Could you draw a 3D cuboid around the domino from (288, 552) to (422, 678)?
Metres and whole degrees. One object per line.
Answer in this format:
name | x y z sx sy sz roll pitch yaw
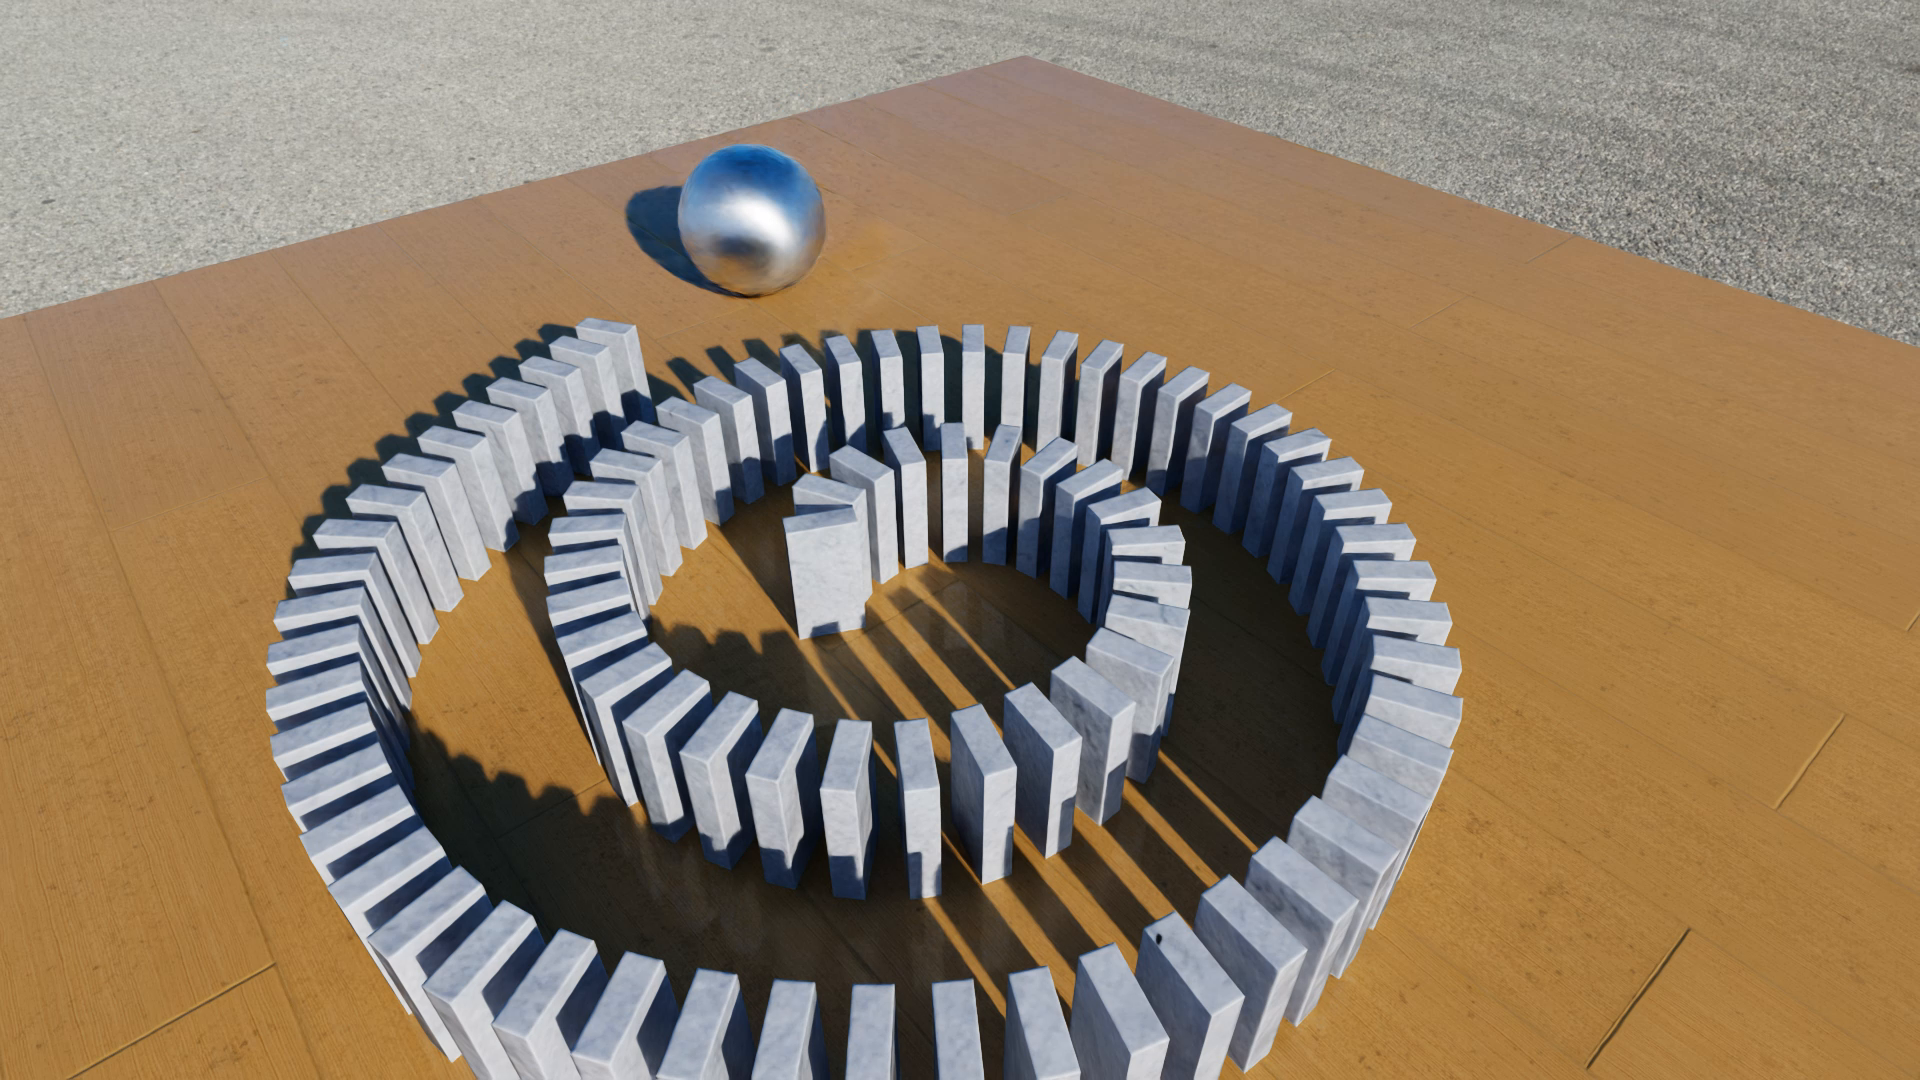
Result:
domino | -0.207 0.027 0.378 0.025 0.050 0.009 -5 40 -6

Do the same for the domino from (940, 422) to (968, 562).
domino | -0.002 -0.018 0.434 0.009 0.050 0.025 -2 39 -2

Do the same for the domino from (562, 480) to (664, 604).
domino | -0.128 0.002 0.409 0.025 0.050 0.009 4 40 5

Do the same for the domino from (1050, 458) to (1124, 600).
domino | 0.047 -0.004 0.416 0.025 0.050 0.009 -28 47 -30

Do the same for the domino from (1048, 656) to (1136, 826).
domino | 0.039 0.062 0.336 0.009 0.050 0.025 -29 47 -31

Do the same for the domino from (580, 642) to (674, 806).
domino | -0.099 0.058 0.341 0.025 0.050 0.010 -30 48 -31

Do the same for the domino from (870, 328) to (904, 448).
domino | -0.032 -0.066 0.492 0.010 0.050 0.025 -9 40 -10

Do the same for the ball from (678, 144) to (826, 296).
ball | -0.113 -0.174 0.601 0.080 0.080 0.080 0 39 0

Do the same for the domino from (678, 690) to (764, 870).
domino | -0.068 0.071 0.324 0.009 0.050 0.025 16 42 18

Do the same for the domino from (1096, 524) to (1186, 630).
domino | 0.063 0.018 0.390 0.025 0.050 0.009 -4 39 -4

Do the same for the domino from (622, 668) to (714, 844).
domino | -0.084 0.066 0.331 0.010 0.050 0.025 23 45 25

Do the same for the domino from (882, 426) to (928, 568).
domino | -0.021 -0.016 0.431 0.010 0.050 0.025 -12 41 -15

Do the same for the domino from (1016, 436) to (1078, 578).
domino | 0.034 -0.012 0.426 0.010 0.050 0.025 26 46 28

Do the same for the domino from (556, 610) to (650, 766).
domino | -0.110 0.048 0.353 0.025 0.050 0.010 -20 44 -23

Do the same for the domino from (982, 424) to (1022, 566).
domino | 0.017 -0.017 0.433 0.010 0.050 0.025 9 40 10

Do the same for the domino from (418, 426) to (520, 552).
domino | -0.194 -0.020 0.436 0.025 0.050 0.010 13 41 15

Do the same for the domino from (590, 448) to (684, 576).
domino | -0.124 -0.010 0.424 0.025 0.050 0.009 11 41 14

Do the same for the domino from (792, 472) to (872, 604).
domino | -0.047 0.001 0.411 0.025 0.050 0.010 16 42 19

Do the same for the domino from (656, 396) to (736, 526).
domino | -0.108 -0.032 0.451 0.025 0.050 0.009 22 44 24

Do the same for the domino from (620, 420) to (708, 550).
domino | -0.117 -0.021 0.438 0.025 0.050 0.010 17 42 19

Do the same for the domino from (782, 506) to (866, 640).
domino | -0.048 0.012 0.396 0.025 0.050 0.009 -10 40 -12

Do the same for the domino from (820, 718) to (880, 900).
domino | -0.031 0.078 0.316 0.010 0.050 0.025 4 40 5

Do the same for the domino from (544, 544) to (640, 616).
domino | -0.125 0.026 0.380 0.025 0.050 0.010 -10 40 -12

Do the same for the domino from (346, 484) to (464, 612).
domino | -0.205 0.003 0.407 0.025 0.050 0.009 8 40 9

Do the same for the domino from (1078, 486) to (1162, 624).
domino | 0.058 0.006 0.404 0.025 0.050 0.009 -17 42 -20

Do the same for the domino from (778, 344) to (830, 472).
domino | -0.068 -0.057 0.482 0.009 0.050 0.025 -19 43 -22

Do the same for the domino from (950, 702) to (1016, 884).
domino | 0.006 0.074 0.321 0.009 0.050 0.025 -14 41 -17

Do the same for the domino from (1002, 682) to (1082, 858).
domino | 0.023 0.069 0.327 0.010 0.050 0.025 -21 44 -24

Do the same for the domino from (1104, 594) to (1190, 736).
domino | 0.059 0.042 0.361 0.025 0.050 0.009 11 41 13

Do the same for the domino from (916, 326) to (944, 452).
domino | -0.013 -0.068 0.494 0.009 0.050 0.025 -5 40 -5

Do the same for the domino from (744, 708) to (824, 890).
domino | -0.050 0.076 0.319 0.009 0.050 0.025 10 40 12

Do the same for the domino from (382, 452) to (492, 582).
domino | -0.200 -0.008 0.422 0.025 0.050 0.010 11 41 13

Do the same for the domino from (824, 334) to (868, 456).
domino | -0.050 -0.062 0.488 0.009 0.050 0.025 -13 41 -15

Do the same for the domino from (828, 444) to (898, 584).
domino | -0.037 -0.009 0.423 0.025 0.050 0.010 30 48 31

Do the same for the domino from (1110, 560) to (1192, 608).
domino | 0.063 0.030 0.375 0.025 0.050 0.010 4 40 5

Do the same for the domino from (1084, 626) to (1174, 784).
domino | 0.051 0.053 0.347 0.025 0.050 0.009 22 44 24

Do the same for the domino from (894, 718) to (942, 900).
domino | -0.012 0.078 0.317 0.009 0.050 0.025 -6 40 -7

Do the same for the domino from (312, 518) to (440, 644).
domino | -0.207 0.015 0.393 0.025 0.050 0.010 3 39 3

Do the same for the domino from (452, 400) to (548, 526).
domino | -0.187 -0.031 0.450 0.025 0.050 0.009 14 41 17

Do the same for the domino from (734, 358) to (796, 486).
domino | -0.084 -0.051 0.473 0.010 0.050 0.025 -29 47 -31

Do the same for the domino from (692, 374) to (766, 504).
domino | -0.097 -0.042 0.463 0.025 0.050 0.010 28 47 29

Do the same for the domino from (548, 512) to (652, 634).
domino | -0.128 0.014 0.395 0.025 0.050 0.009 -4 39 -5

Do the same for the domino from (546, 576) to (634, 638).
domino | -0.119 0.037 0.366 0.025 0.050 0.010 -15 42 -17
